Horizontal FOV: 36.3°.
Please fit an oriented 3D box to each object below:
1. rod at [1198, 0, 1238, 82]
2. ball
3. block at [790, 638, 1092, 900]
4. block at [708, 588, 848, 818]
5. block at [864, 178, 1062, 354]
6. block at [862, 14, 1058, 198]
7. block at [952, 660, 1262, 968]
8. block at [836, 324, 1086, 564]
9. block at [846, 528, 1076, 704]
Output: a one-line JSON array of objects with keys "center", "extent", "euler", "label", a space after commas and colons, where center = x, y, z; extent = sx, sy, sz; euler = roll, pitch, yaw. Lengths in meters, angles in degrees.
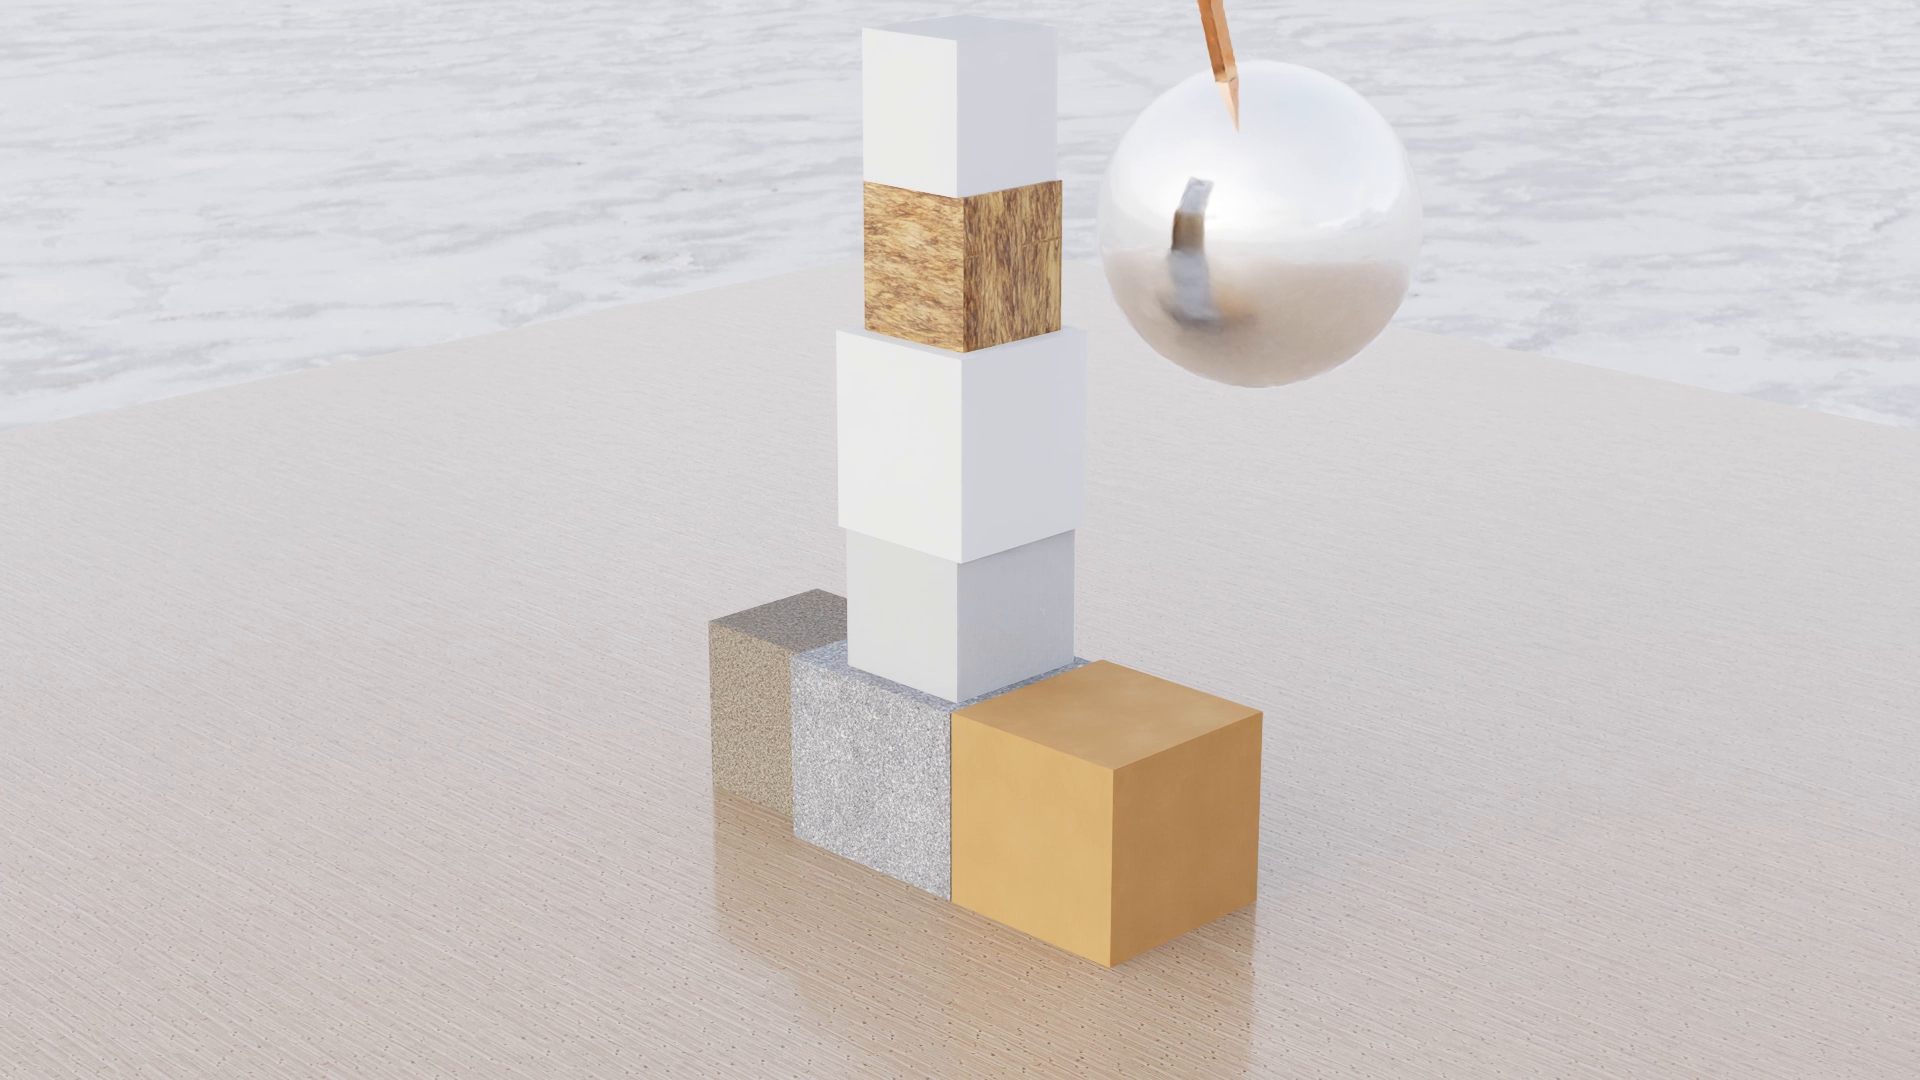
[{"center": [0.636, -4.342, 12.643], "extent": [0.080, 5.200, 0.080], "euler": [17, 44, 42], "label": "rod"}, {"center": [1.467, -1.547, 14.393], "extent": [1.600, 1.600, 1.600], "euler": [0, 17, 0], "label": "ball"}, {"center": [-0.084, 0.983, 13.715], "extent": [0.940, 0.901, 1.052], "euler": [-17, 24, -42], "label": "block"}, {"center": [-0.705, 0.805, 14.361], "extent": [0.714, 0.853, 0.754], "euler": [-17, 24, -42], "label": "block"}, {"center": [0.013, -1.258, 12.960], "extent": [0.616, 0.676, 0.620], "euler": [-17, 24, -42], "label": "block"}, {"center": [0.001, -1.894, 12.748], "extent": [0.620, 0.666, 0.577], "euler": [-17, 24, -42], "label": "block"}, {"center": [0.649, 1.190, 13.042], "extent": [0.981, 0.909, 0.959], "euler": [-17, 24, -42], "label": "block"}, {"center": [0.007, -0.499, 13.192], "extent": [0.790, 0.912, 0.788], "euler": [-17, 24, -42], "label": "block"}, {"center": [0.004, 0.254, 13.426], "extent": [0.759, 0.664, 0.711], "euler": [-17, 24, -42], "label": "block"}]
